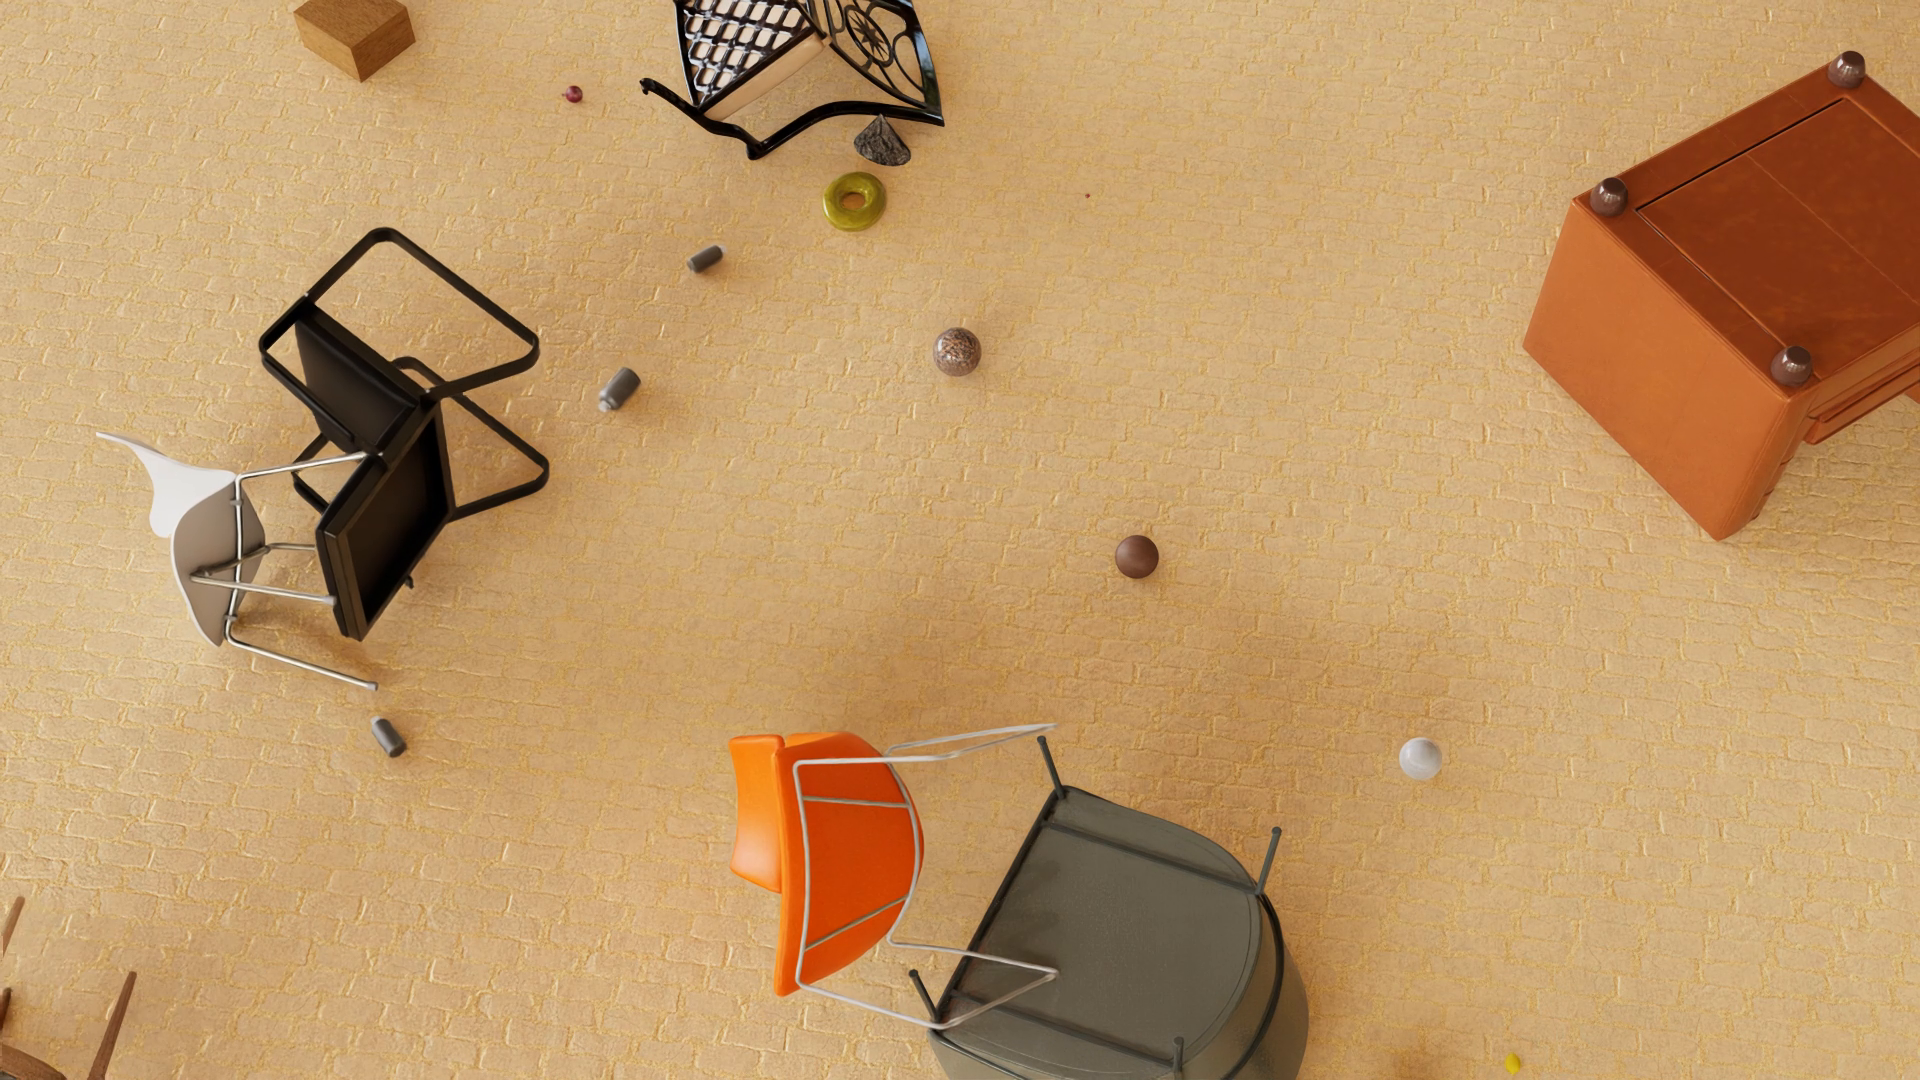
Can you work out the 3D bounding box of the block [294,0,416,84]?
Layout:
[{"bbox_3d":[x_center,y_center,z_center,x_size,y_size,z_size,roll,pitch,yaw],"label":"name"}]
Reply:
[{"bbox_3d":[-2.113,-1.792,7.679,0.289,0.162,0.261,33,62,20],"label":"block"}]

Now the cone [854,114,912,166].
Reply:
[{"bbox_3d":[-0.263,-1.374,7.393,0.215,0.171,0.133,26,60,16],"label":"cone"}]

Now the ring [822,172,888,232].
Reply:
[{"bbox_3d":[-0.350,-1.122,7.290,0.216,0.062,0.261,11,56,6],"label":"ring"}]

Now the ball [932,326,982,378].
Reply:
[{"bbox_3d":[-0.009,-0.588,6.874,0.157,0.157,0.157,0,56,0],"label":"ball"}]

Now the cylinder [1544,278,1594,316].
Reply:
[{"bbox_3d":[1.940,-0.773,7.010,0.090,0.153,0.084,-28,91,-17],"label":"cylinder"}]

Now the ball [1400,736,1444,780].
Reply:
[{"bbox_3d":[1.278,0.606,6.096,0.119,0.119,0.119,0,56,0],"label":"ball"}]
